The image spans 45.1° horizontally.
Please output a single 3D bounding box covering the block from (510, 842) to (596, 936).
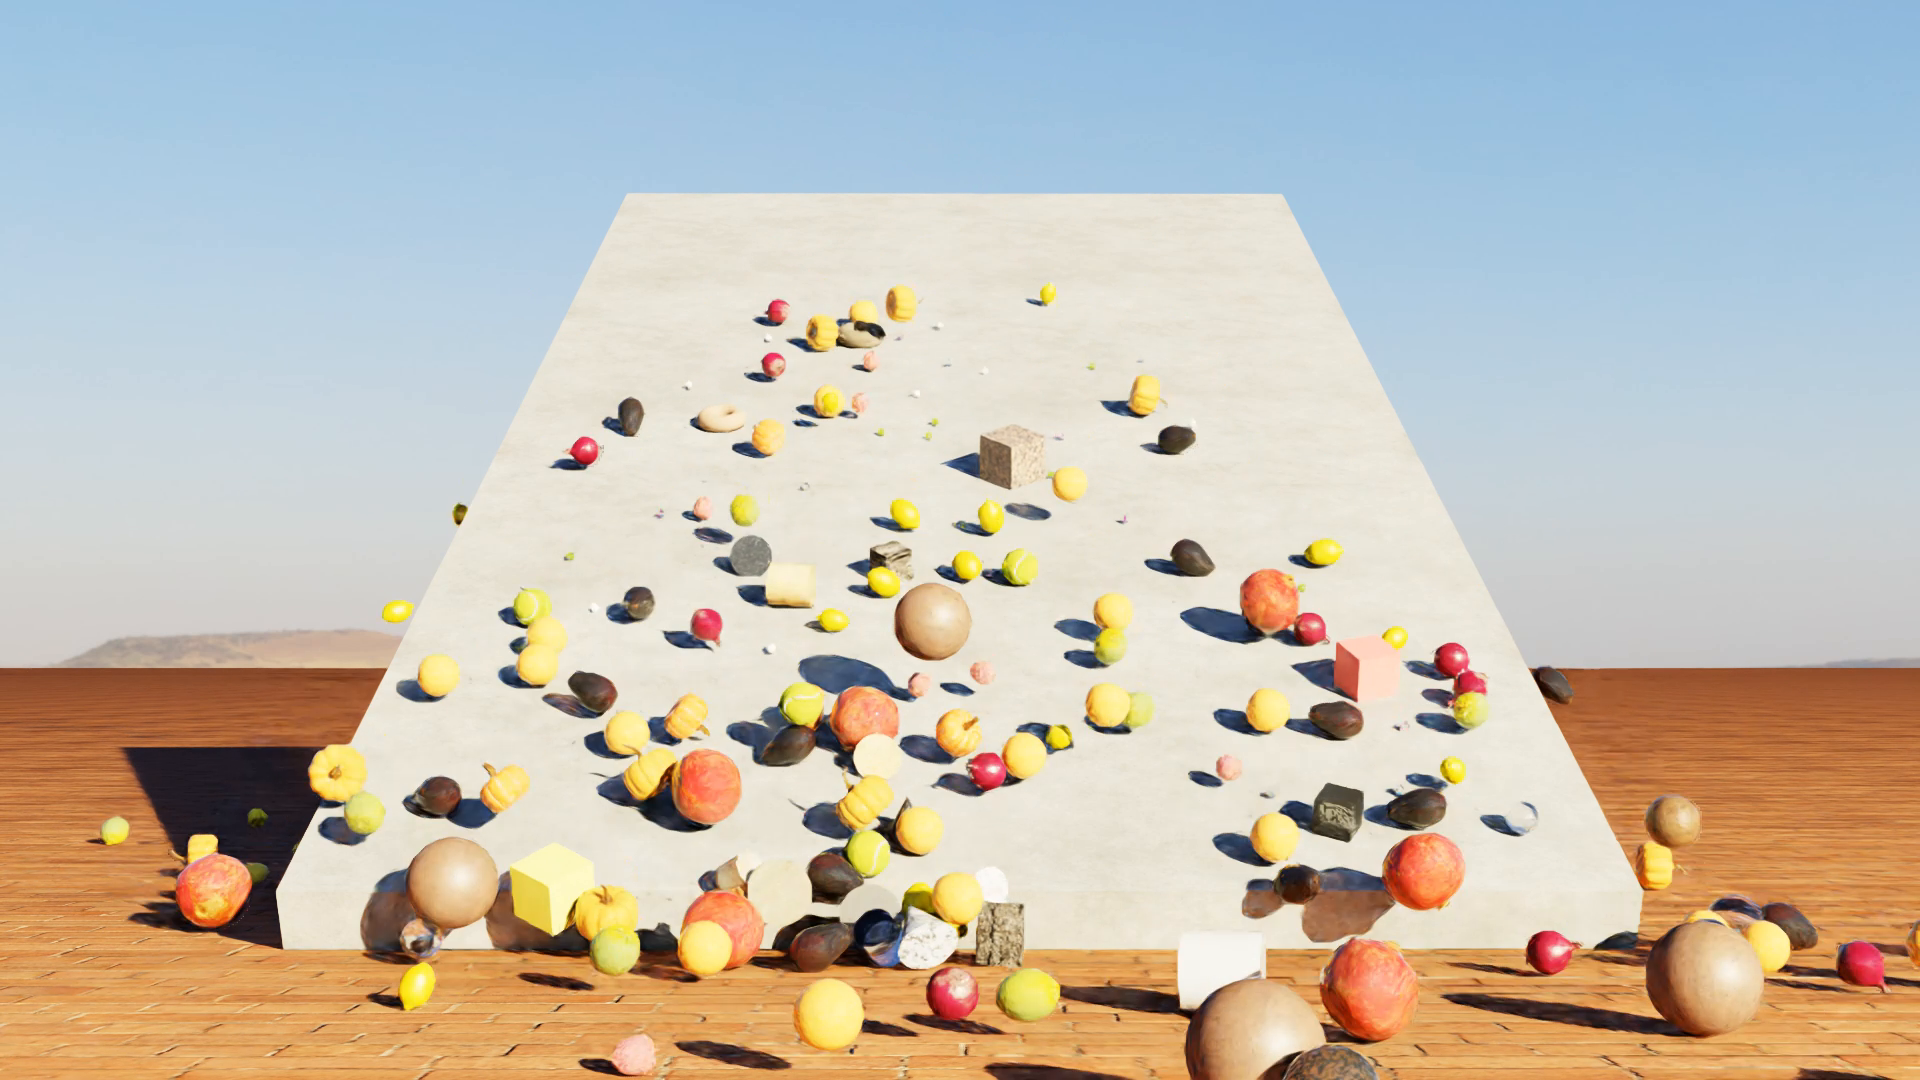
[{"bbox_3d":[-0.582,0.499,3.313,0.083,0.083,0.083,19,31,35],"label":"block"}]

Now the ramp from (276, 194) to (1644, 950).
[{"bbox_3d":[-0.007,-0.226,5.242,2.000,0.100,4.000,0,23,0],"label":"ramp"}]

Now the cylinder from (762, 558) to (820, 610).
[{"bbox_3d":[-0.312,0.083,4.287,0.079,0.079,0.079,-23,-11,19],"label":"cylinder"}]

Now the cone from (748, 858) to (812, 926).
[{"bbox_3d":[-0.248,0.504,3.350,0.097,0.097,0.097,-1,-2,11],"label":"cone"}]

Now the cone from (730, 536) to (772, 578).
[{"bbox_3d":[-0.399,0.034,4.458,0.081,0.081,0.081,0,-3,0],"label":"cone"}]

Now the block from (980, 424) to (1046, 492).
[{"bbox_3d":[0.111,-0.174,4.869,0.099,0.099,0.099,-19,30,-38],"label":"block"}]

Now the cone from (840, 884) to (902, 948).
[{"bbox_3d":[-0.115,0.532,3.299,0.093,0.093,0.093,-1,-1,13],"label":"cone"}]

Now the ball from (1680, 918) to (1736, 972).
[{"bbox_3d":[1.028,0.556,3.178,0.073,0.073,0.073,0,-3,0],"label":"ball"}]

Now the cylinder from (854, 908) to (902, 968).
[{"bbox_3d":[-0.108,0.551,3.202,0.060,0.060,0.060,-2,-36,27],"label":"cylinder"}]

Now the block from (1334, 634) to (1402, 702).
[{"bbox_3d":[0.699,0.220,3.973,0.080,0.080,0.080,-9,25,-20],"label":"block"}]

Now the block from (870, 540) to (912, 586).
[{"bbox_3d":[-0.131,0.045,4.405,0.060,0.060,0.060,-16,28,-33],"label":"block"}]

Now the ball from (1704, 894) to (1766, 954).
[{"bbox_3d":[1.131,0.560,3.375,0.086,0.086,0.086,0,-3,0],"label":"ball"}]

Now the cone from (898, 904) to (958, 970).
[{"bbox_3d":[-0.058,0.533,3.205,0.086,0.086,0.086,1,32,-24],"label":"cone"}]

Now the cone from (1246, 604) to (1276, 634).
[{"bbox_3d":[0.559,0.148,4.211,0.053,0.053,0.053,16,-13,-42],"label":"cone"}]

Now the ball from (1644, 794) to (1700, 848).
[{"bbox_3d":[1.134,0.448,3.682,0.086,0.086,0.086,0,-3,0],"label":"ball"}]

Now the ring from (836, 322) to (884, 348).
[{"bbox_3d":[-0.246,-0.508,5.724,0.121,0.040,0.121,1,23,-1],"label":"ring"}]

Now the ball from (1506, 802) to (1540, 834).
[{"bbox_3d":[0.859,0.424,3.532,0.050,0.050,0.050,0,-3,0],"label":"ball"}]

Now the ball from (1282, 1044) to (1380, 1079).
[{"bbox_3d":[0.325,0.488,2.025,0.090,0.090,0.090,0,-3,0],"label":"ball"}]

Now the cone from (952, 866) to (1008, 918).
[{"bbox_3d":[0.014,0.502,3.344,0.078,0.078,0.078,3,4,-42],"label":"cone"}]

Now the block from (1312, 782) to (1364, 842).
[{"bbox_3d":[0.578,0.417,3.537,0.060,0.060,0.060,12,26,25],"label":"block"}]

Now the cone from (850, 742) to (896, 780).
[{"bbox_3d":[-0.130,0.349,3.726,0.075,0.075,0.075,-1,13,12],"label":"cone"}]

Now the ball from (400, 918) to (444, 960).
[{"bbox_3d":[-0.751,0.556,3.229,0.058,0.058,0.058,0,-3,0],"label":"ball"}]

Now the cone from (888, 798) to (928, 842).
[{"bbox_3d":[-0.080,0.419,3.527,0.062,0.062,0.062,0,23,0],"label":"cone"}]

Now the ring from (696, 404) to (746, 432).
[{"bbox_3d":[-0.533,-0.273,5.175,0.111,0.037,0.111,-1,24,0],"label":"ring"}]

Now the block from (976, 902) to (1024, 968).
[{"bbox_3d":[0.057,0.552,3.240,0.063,0.063,0.063,3,28,4],"label":"block"}]
